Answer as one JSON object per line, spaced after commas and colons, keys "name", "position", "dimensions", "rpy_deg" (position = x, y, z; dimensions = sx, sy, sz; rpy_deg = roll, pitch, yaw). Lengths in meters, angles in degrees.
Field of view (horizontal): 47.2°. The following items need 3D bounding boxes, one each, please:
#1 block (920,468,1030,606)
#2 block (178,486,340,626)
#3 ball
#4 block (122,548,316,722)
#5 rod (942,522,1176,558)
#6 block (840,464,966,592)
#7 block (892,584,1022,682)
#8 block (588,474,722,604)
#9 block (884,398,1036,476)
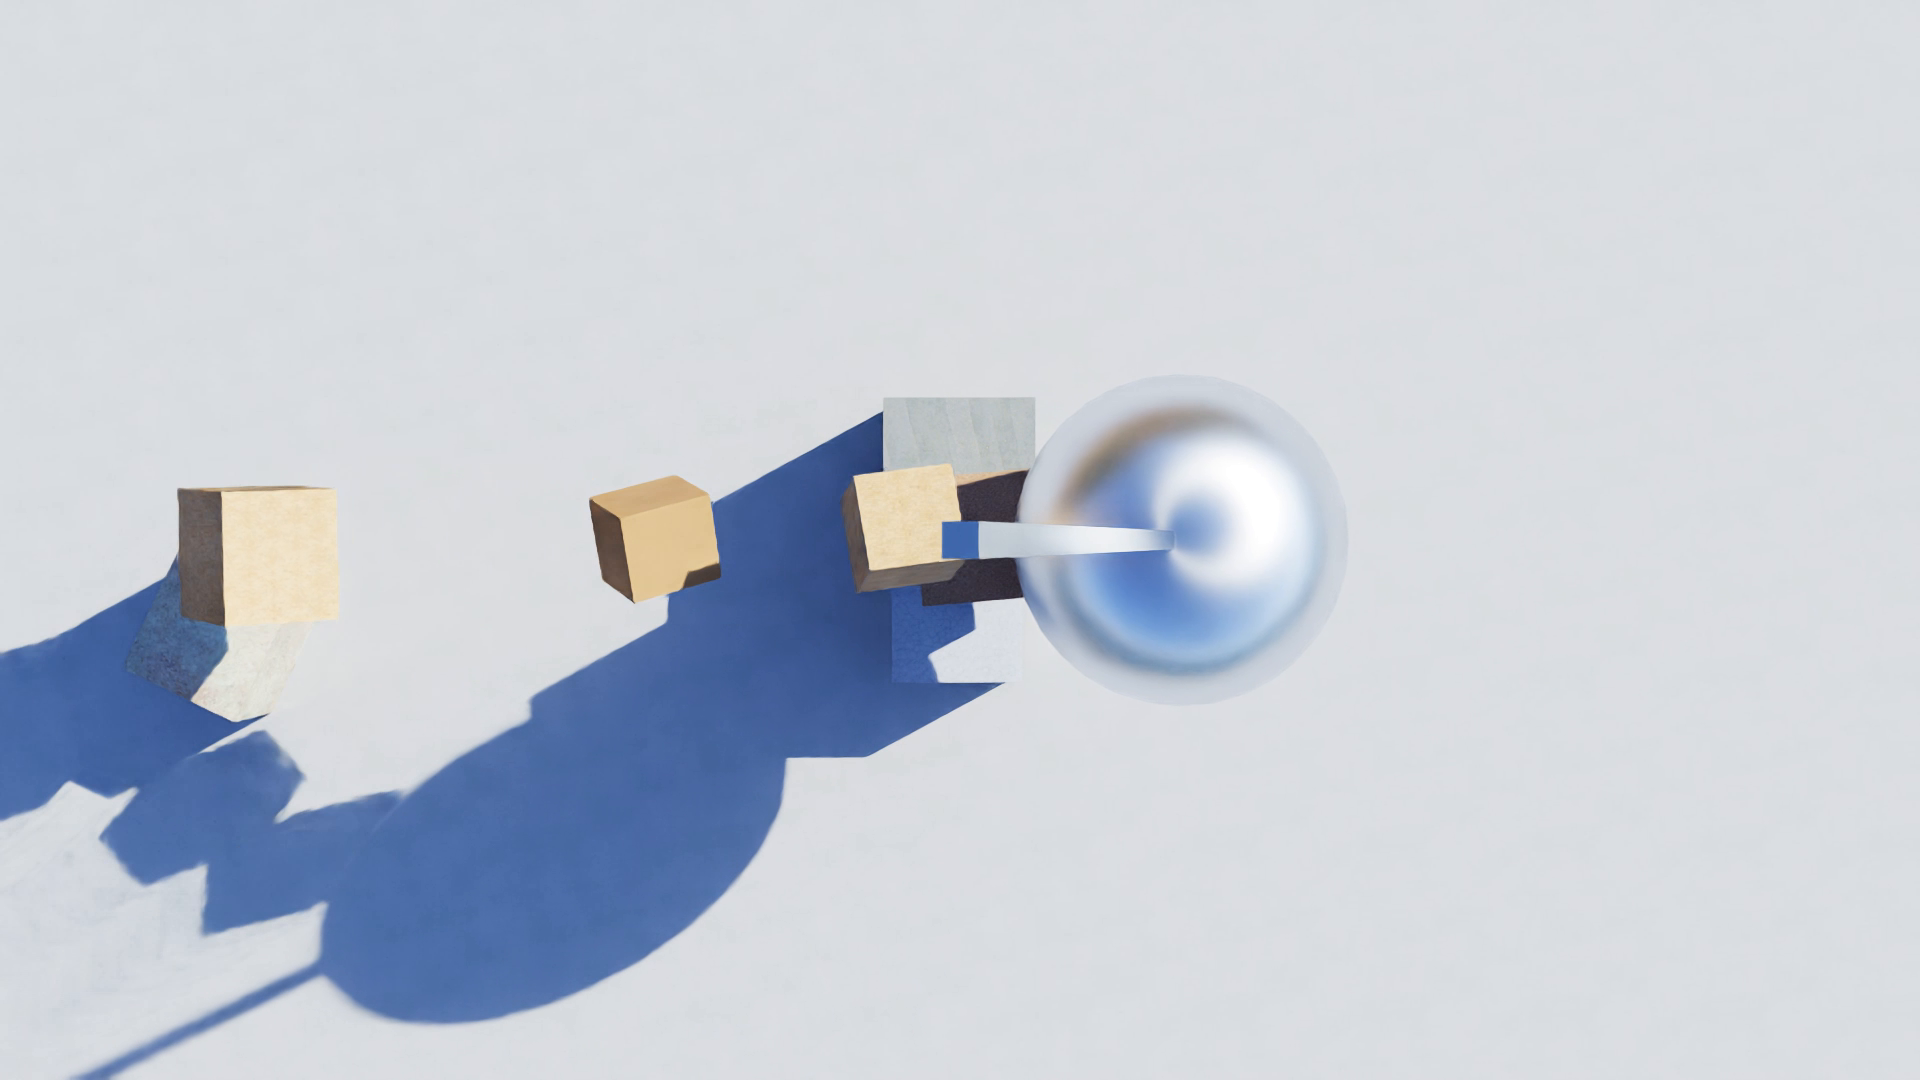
{"name": "block", "position": [0.122, -0.016, 11.724], "dimensions": [0.690, 0.704, 0.663], "rpy_deg": [-5, 90, 0]}
{"name": "block", "position": [-3.684, 0.071, 11.539], "dimensions": [0.599, 0.665, 0.681], "rpy_deg": [-3, 95, -38]}
{"name": "ball", "position": [1.057, 0.000, 10.560], "dimensions": [1.600, 1.600, 1.600], "rpy_deg": [0, 90, 0]}
{"name": "block", "position": [-4.221, 0.532, 12.660], "dimensions": [0.699, 0.680, 0.749], "rpy_deg": [26, 90, 0]}
{"name": "rod", "position": [0.458, 0.000, 7.213], "dimensions": [0.080, 5.200, 0.080], "rpy_deg": [0, 90, 10]}
{"name": "block", "position": [-0.273, -0.052, 10.453], "dimensions": [0.467, 0.490, 0.457], "rpy_deg": [-8, 78, -13]}
{"name": "block", "position": [-0.018, 0.441, 12.681], "dimensions": [0.732, 0.638, 0.719], "rpy_deg": [0, 90, 0]}
{"name": "block", "position": [-1.515, -0.011, 10.919], "dimensions": [0.471, 0.429, 0.442], "rpy_deg": [-17, 112, -26]}
{"name": "block", "position": [-0.003, -0.352, 12.538], "dimensions": [0.835, 0.924, 0.862], "rpy_deg": [0, 90, 0]}
